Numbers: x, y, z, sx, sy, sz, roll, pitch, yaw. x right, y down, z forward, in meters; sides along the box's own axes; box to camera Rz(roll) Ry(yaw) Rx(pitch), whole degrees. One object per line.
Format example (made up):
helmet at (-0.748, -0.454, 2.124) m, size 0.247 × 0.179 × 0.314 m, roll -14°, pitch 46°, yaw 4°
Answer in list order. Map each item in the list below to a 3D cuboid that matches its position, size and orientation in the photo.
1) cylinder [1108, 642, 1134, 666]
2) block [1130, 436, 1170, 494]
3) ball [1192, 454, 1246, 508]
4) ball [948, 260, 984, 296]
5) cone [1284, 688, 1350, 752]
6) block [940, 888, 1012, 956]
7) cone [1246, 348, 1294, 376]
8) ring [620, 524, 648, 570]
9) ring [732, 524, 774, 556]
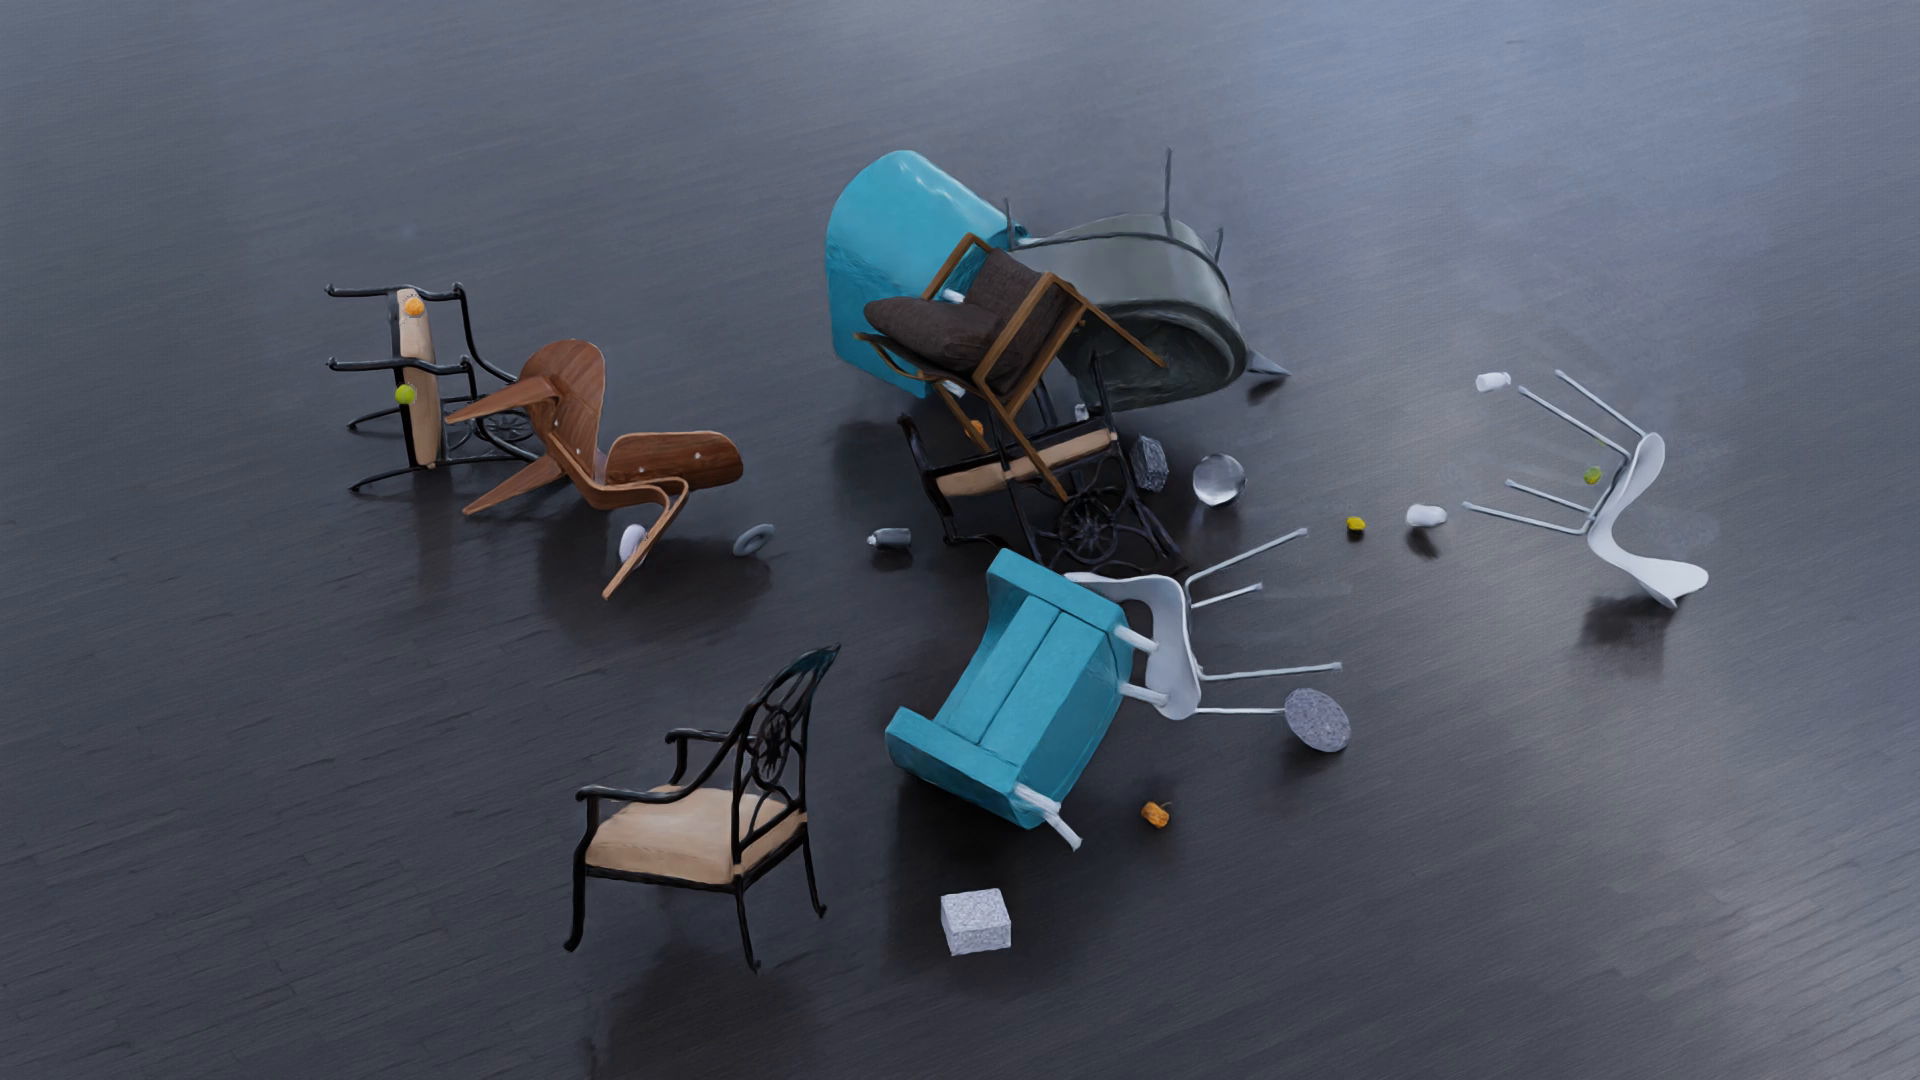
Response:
cylinder at (0.559, 0.392, 10.144) m, size 0.084 × 0.069 × 0.071 m, roll 3°, pitch 10°, yaw -17°
block at (0.728, -0.292, 11.279) m, size 0.091 × 0.091 × 0.239 m, roll 18°, pitch 30°, yaw -17°
ball at (0.981, -0.226, 11.101) m, size 0.204 × 0.204 × 0.204 m, roll 0°, pitch 33°, yaw 0°
ball at (0.025, -1.121, 12.504) m, size 0.155 × 0.155 × 0.155 m, roll 0°, pitch 33°, yaw 0°
cone at (1.163, 0.611, 9.892) m, size 0.145 × 0.294 × 0.190 m, roll -12°, pitch 51°, yaw 58°
block at (0.049, 1.180, 9.069) m, size 0.187 × 0.093 × 0.175 m, roll -7°, pitch 34°, yaw -10°
cone at (1.273, -0.700, 11.928) m, size 0.215 × 0.078 × 0.115 m, roll 17°, pitch 42°, yaw -17°
ring at (-1.189, 0.025, 10.691) m, size 0.054 × 0.274 × 0.138 m, roll 26°, pitch 66°, yaw 12°
ring at (-0.763, 0.000, 10.808) m, size 0.106 × 0.196 × 0.033 m, roll 25°, pitch 35°, yaw -47°
